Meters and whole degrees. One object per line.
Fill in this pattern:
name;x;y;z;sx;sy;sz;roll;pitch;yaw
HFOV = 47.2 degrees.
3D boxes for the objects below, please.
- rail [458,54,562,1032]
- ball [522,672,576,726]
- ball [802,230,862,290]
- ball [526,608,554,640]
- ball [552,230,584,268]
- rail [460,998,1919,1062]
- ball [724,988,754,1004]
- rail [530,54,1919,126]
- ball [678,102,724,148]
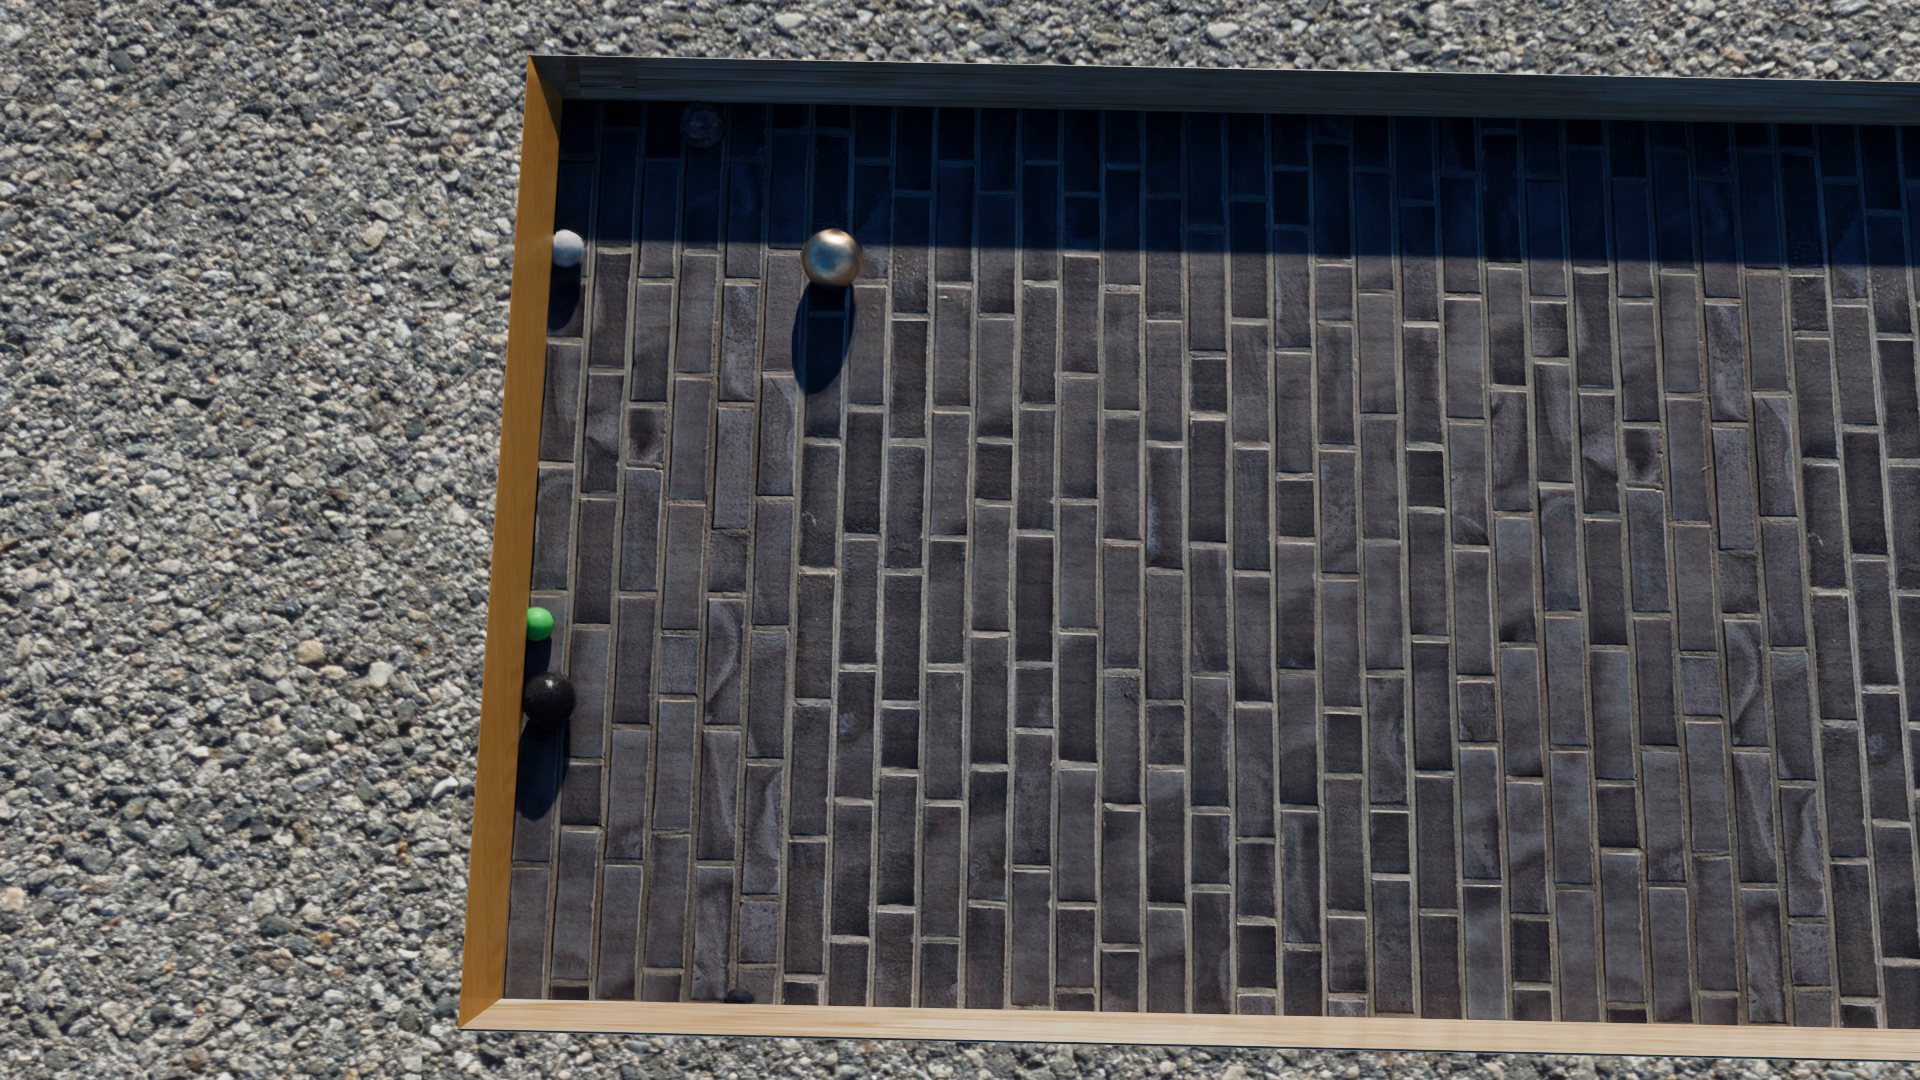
rail;-0.663;-0.020;3.301;0.045;0.121;1.480;1;77;0
ball;-0.610;0.237;3.262;0.080;0.080;0.080;0;77;0
ball;-0.199;-0.435;3.415;0.093;0.093;0.093;0;77;0
ball;-0.636;0.126;3.303;0.051;0.051;0.051;0;77;0
ball;-0.616;-0.455;3.438;0.058;0.058;0.058;0;77;0
rail;0.671;0.704;3.129;2.746;0.121;0.045;1;77;0
ball;-0.319;0.669;3.179;0.044;0.044;0.044;0;77;0
rail;0.702;-0.689;3.460;2.746;0.121;0.045;1;77;0
ball;-0.409;-0.657;3.478;0.072;0.072;0.072;0;77;0
